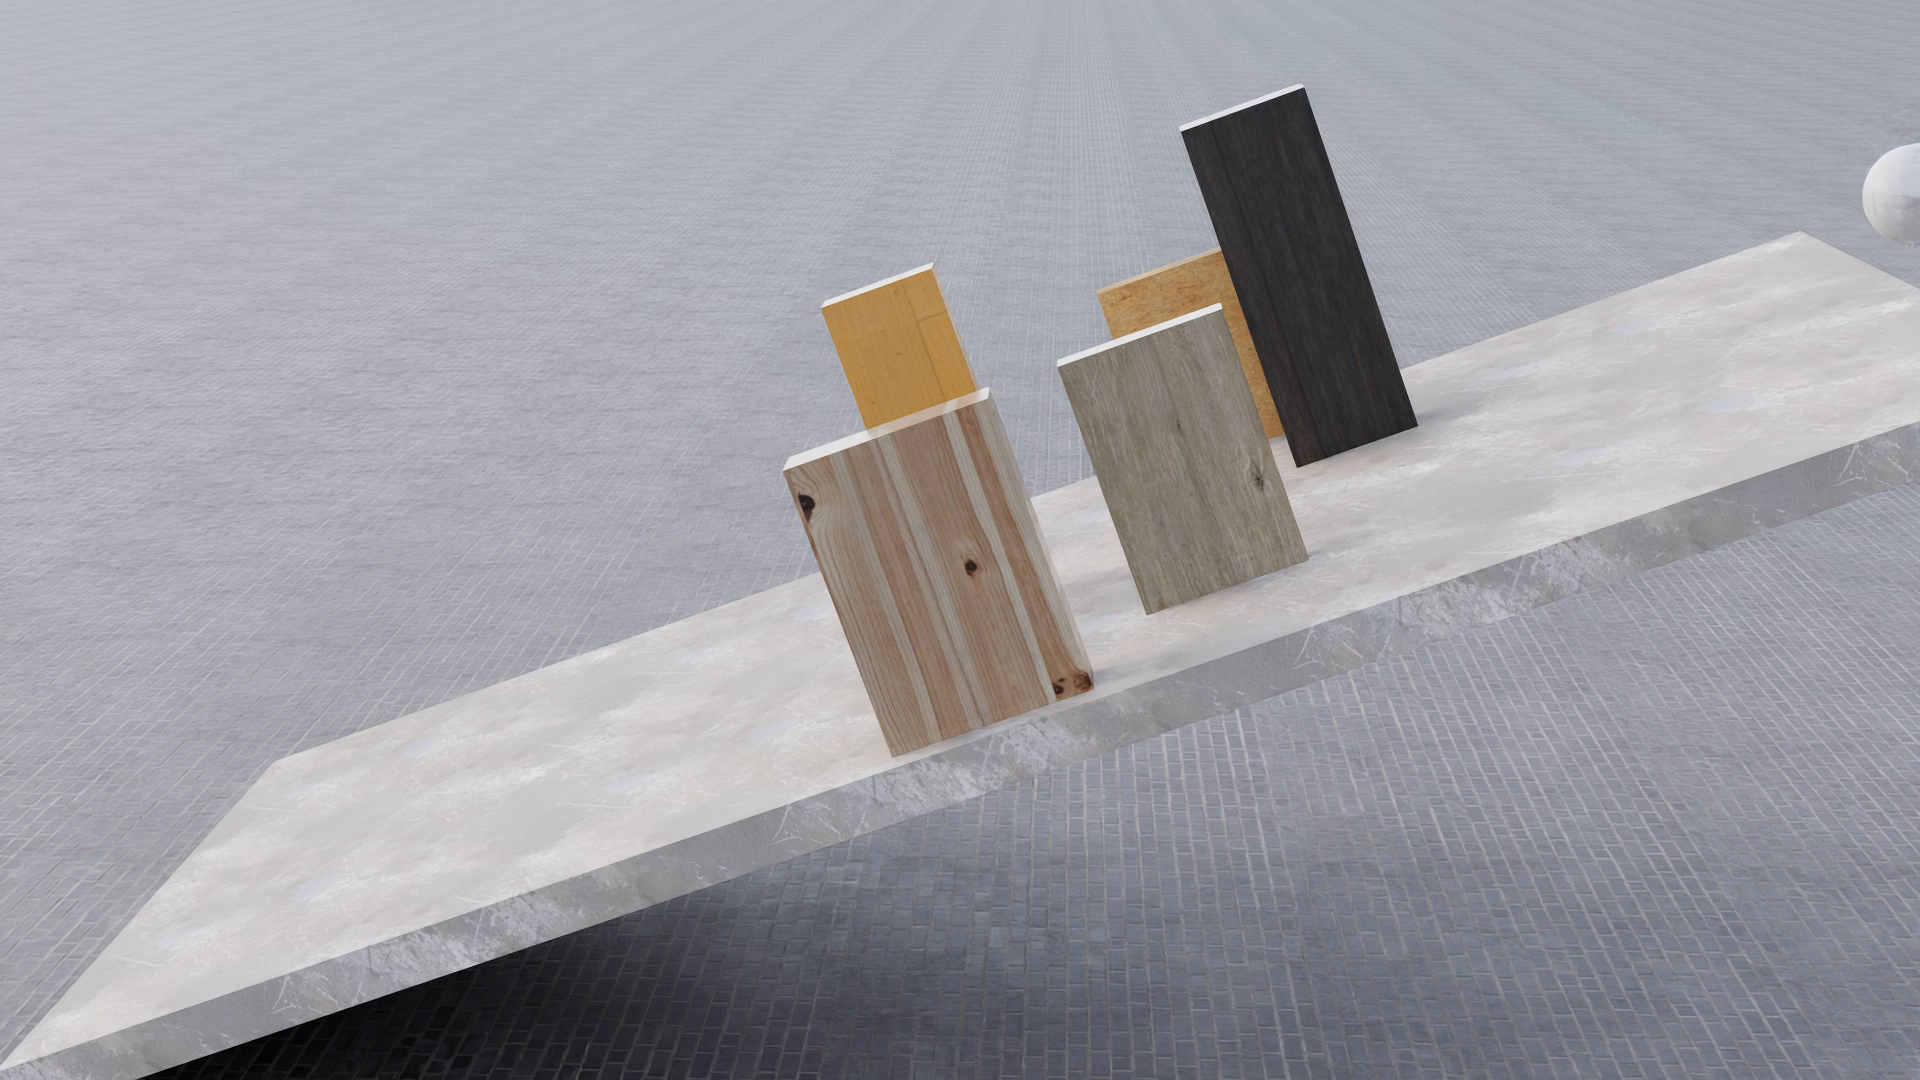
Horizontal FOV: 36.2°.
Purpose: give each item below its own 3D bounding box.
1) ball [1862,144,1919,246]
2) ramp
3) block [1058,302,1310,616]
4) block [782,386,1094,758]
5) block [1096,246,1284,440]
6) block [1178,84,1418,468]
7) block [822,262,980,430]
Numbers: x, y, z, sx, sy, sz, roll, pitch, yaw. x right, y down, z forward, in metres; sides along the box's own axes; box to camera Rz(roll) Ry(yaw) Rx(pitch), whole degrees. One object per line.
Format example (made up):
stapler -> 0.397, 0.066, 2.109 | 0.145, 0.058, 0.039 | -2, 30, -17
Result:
ball -> 1.895, -0.685, 5.836 | 0.201, 0.201, 0.201 | 0, 13, 0
ramp -> 0.114, 0.177, 6.299 | 4.000, 0.100, 2.000 | -19, 11, 6
block -> 0.434, -0.156, 5.715 | 0.334, 0.521, 0.084 | -19, 11, 6
block -> -0.035, 0.060, 5.392 | 0.393, 0.571, 0.128 | -19, 11, 6
block -> 0.587, -0.435, 6.926 | 0.397, 0.459, 0.081 | -19, 11, 6
block -> 0.747, -0.582, 6.491 | 0.282, 0.788, 0.129 | -19, 11, 6
block -> -0.043, -0.185, 6.129 | 0.242, 0.740, 0.101 | -19, 11, 6
